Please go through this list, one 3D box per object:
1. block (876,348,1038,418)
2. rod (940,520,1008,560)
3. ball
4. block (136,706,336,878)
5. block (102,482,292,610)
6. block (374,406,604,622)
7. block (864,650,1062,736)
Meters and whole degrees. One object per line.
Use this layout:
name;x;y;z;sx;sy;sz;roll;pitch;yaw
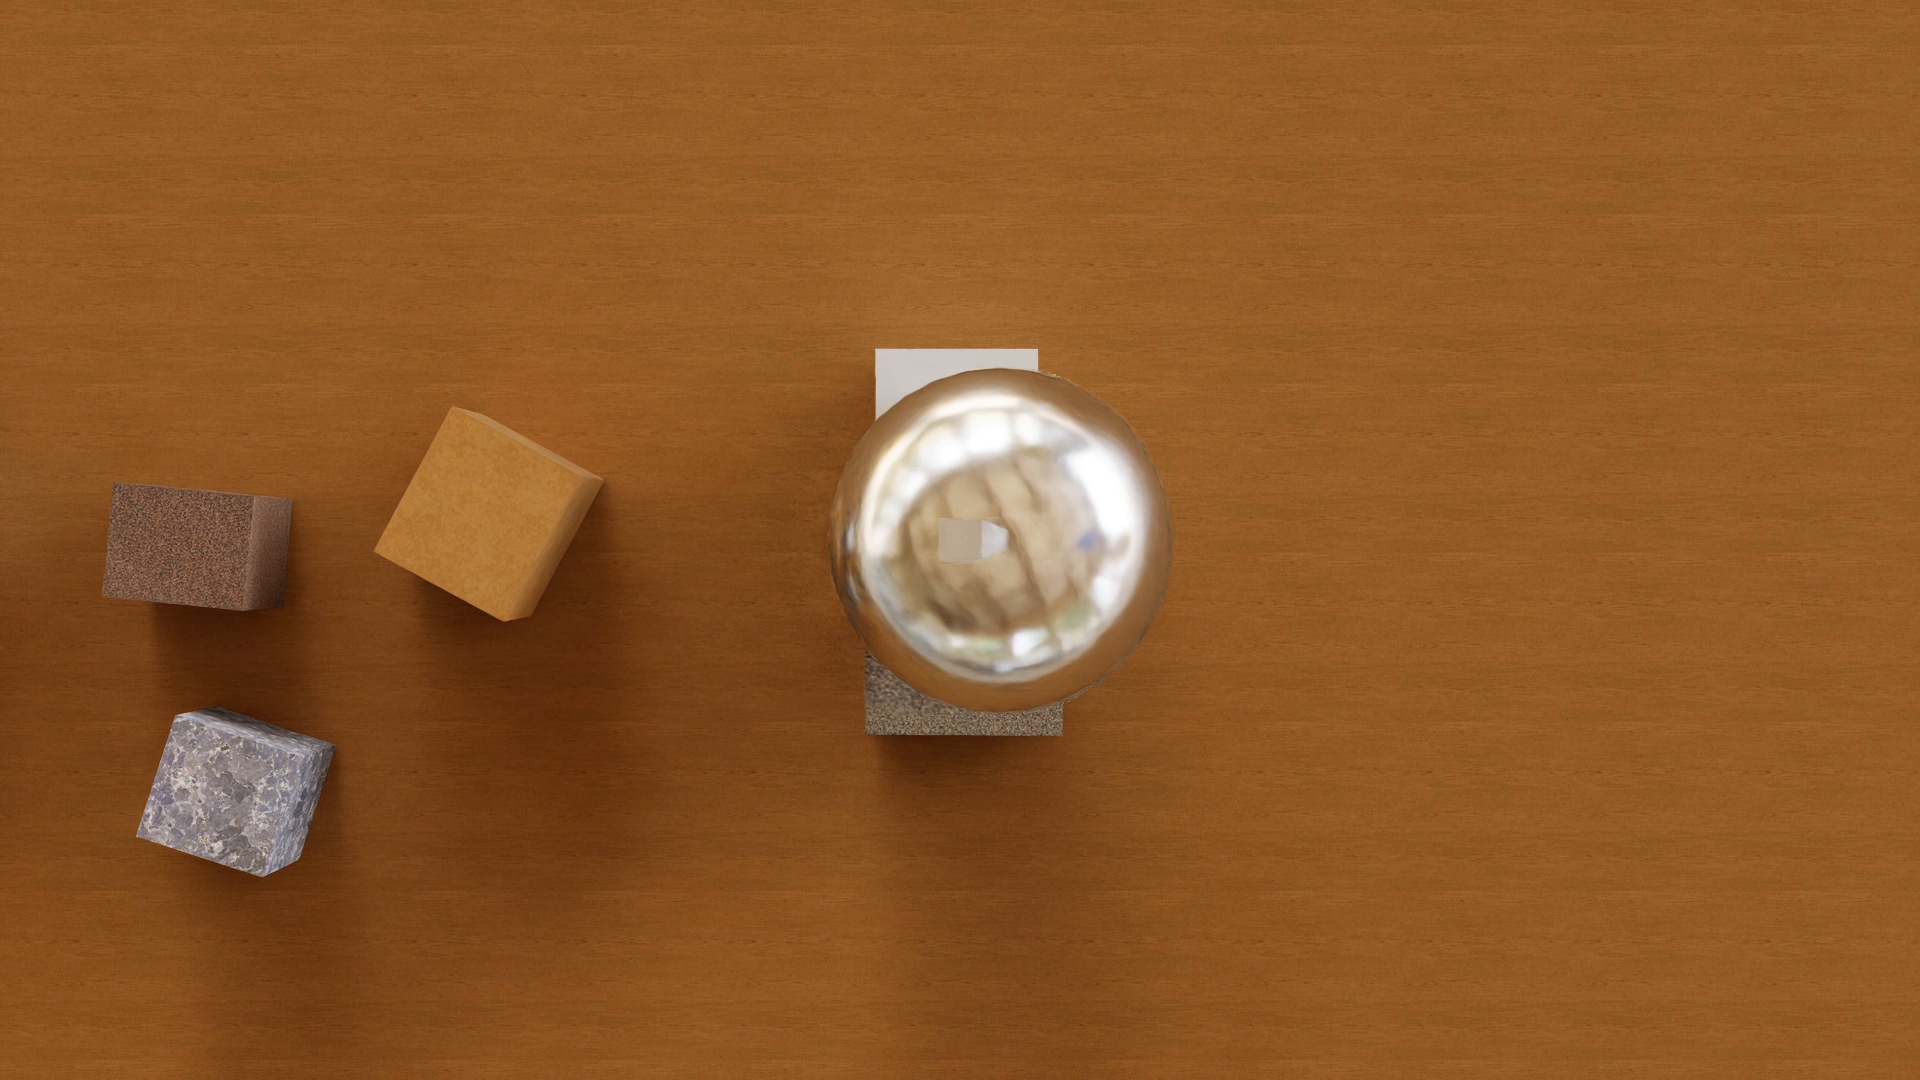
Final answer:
block;-0.018;-0.546;12.558;0.895;0.885;1.012;0;90;0
rod;0.080;0.000;6.796;0.080;5.200;0.080;0;90;2
ball;0.186;0.000;10.195;1.600;1.600;1.600;0;90;0
block;-4.151;1.435;12.656;0.744;0.687;0.713;18;90;0
block;-4.370;0.036;12.643;0.791;0.714;0.642;6;90;0
block;-2.679;-0.146;12.603;0.818;0.794;0.917;28;90;0
block;0.023;0.517;12.464;1.074;1.071;1.083;0;90;0
